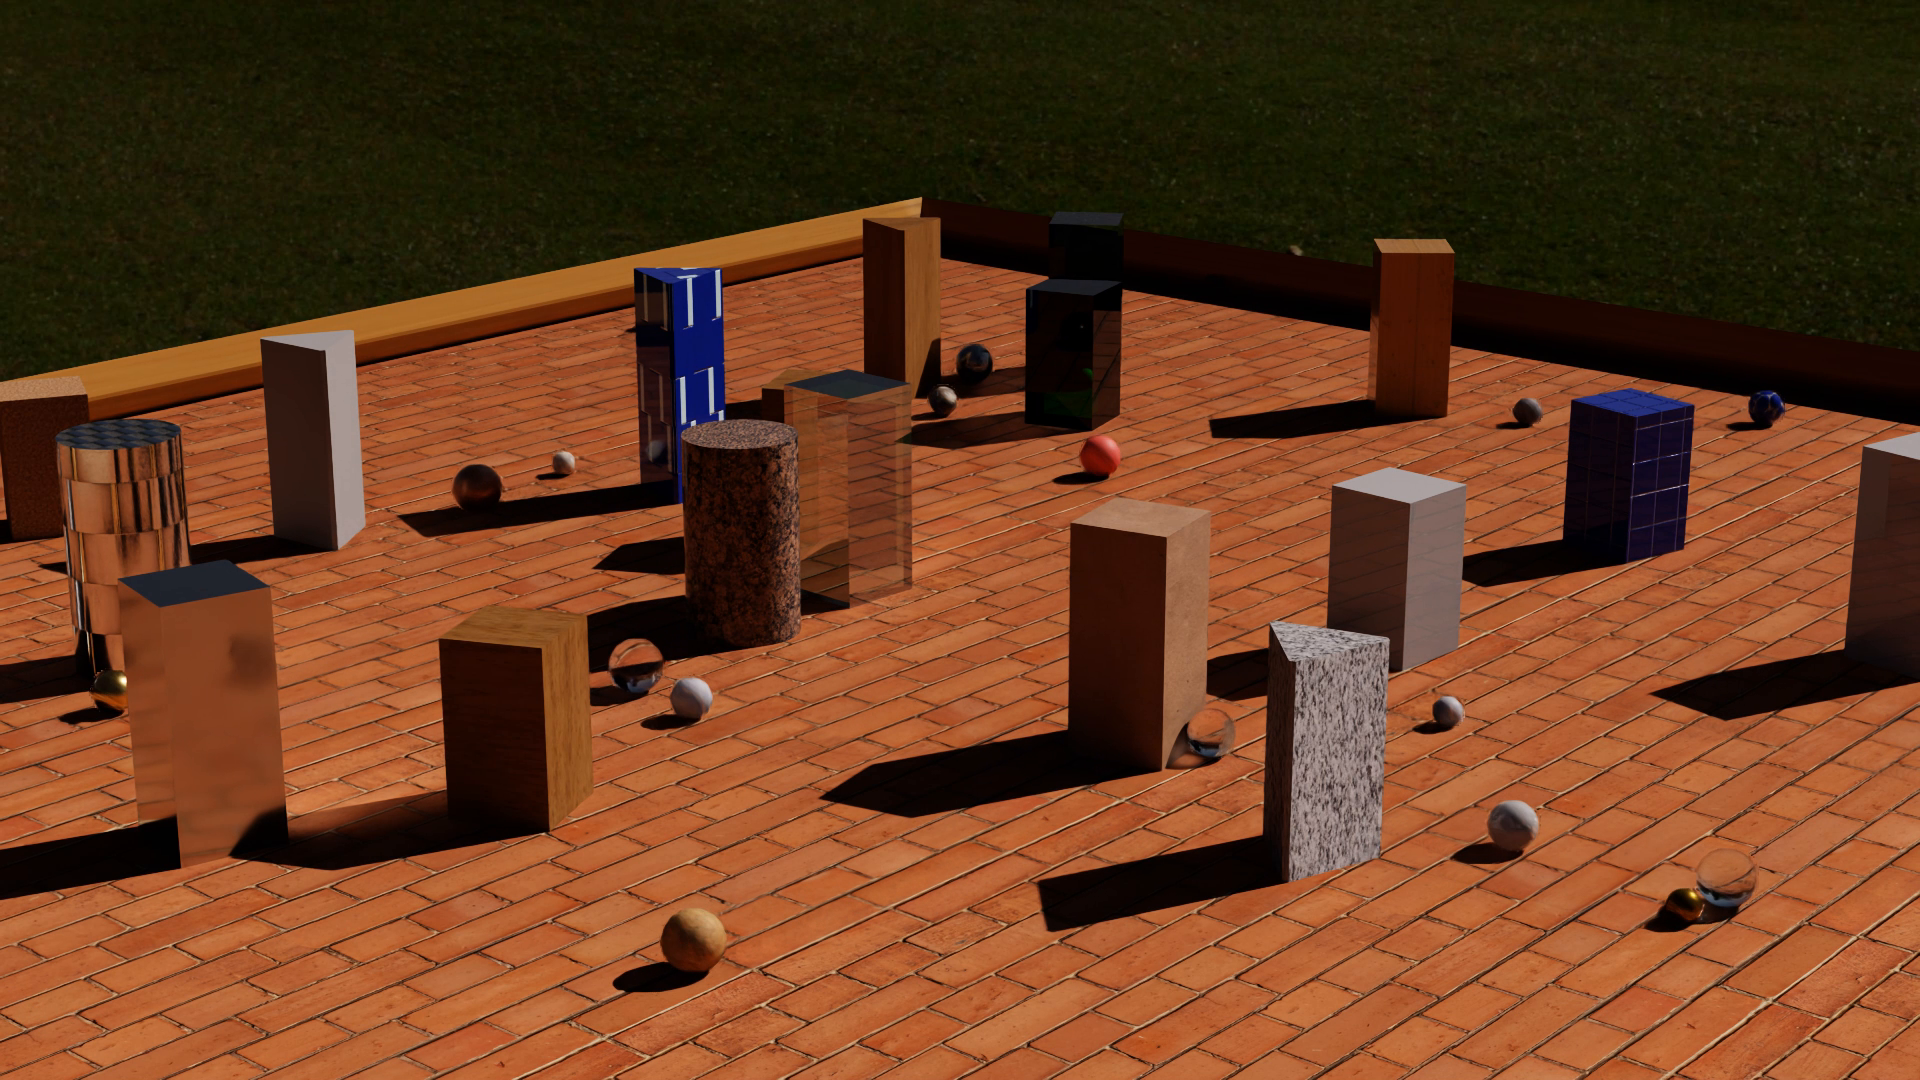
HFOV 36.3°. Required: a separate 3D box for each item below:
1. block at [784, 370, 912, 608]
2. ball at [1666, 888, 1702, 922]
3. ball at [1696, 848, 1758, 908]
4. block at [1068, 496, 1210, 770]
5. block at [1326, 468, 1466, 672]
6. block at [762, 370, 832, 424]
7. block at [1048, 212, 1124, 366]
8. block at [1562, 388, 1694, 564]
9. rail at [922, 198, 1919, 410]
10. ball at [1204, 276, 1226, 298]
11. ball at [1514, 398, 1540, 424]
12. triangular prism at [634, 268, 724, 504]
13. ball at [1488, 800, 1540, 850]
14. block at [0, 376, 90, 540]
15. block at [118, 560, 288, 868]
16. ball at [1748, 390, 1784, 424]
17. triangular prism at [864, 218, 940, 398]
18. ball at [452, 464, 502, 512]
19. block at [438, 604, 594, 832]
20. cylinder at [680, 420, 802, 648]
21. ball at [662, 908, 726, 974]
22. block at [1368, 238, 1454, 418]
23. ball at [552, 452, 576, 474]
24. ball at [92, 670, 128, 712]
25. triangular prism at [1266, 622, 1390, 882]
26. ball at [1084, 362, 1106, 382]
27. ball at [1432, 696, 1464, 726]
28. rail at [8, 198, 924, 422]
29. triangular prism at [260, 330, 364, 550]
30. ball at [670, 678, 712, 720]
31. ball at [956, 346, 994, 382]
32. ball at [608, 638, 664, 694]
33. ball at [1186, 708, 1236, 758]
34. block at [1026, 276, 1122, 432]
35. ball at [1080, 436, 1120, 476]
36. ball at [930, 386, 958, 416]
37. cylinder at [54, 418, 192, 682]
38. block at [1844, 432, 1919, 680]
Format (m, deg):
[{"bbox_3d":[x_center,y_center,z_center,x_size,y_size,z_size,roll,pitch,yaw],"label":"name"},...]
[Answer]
[{"bbox_3d":[-0.194,-0.091,5.106,0.155,0.371,0.155,15,23,41],"label":"block"},{"bbox_3d":[0.939,0.473,3.800,0.045,0.045,0.045,0,17,0],"label":"ball"},{"bbox_3d":[1.005,0.443,3.843,0.078,0.078,0.078,0,17,0],"label":"ball"},{"bbox_3d":[0.267,0.138,4.367,0.155,0.360,0.155,9,19,27],"label":"block"},{"bbox_3d":[0.714,0.046,4.806,0.155,0.283,0.155,16,23,42],"label":"block"},{"bbox_3d":[-0.267,-0.150,5.429,0.155,0.297,0.155,4,17,14],"label":"block"},{"bbox_3d":[0.287,-0.557,6.676,0.155,0.355,0.155,2,17,7],"label":"block"},{"bbox_3d":[1.222,-0.119,5.366,0.155,0.274,0.155,-11,20,-33],"label":"block"},{"bbox_3d":[1.528,-0.477,6.805,4.369,0.126,0.045,14,22,39],"label":"rail"},{"bbox_3d":[0.653,-0.648,7.502,0.054,0.054,0.054,0,17,0],"label":"ball"},{"bbox_3d":[1.210,-0.275,6.259,0.057,0.057,0.057,0,17,0],"label":"ball"},{"bbox_3d":[-0.568,-0.309,5.716,0.145,0.435,0.168,10,19,29],"label":"triangular prism"},{"bbox_3d":[0.760,0.392,4.027,0.070,0.070,0.070,0,17,0],"label":"ball"},{"bbox_3d":[-1.713,-0.155,5.497,0.155,0.267,0.155,-6,18,-21],"label":"block"},{"bbox_3d":[-1.037,0.236,4.021,0.155,0.372,0.155,-12,20,-34],"label":"block"},{"bbox_3d":[1.719,-0.283,6.257,0.073,0.073,0.073,0,17,0],"label":"ball"},{"bbox_3d":[-0.107,-0.517,6.494,0.145,0.384,0.168,-10,20,-30],"label":"triangular prism"},{"bbox_3d":[-0.924,-0.100,5.616,0.094,0.094,0.094,0,17,0],"label":"ball"},{"bbox_3d":[-0.626,0.250,4.149,0.155,0.271,0.155,5,17,16],"label":"block"},{"bbox_3d":[-0.365,-0.012,4.897,0.194,0.341,0.194,0,17,0],"label":"cylinder"},{"bbox_3d":[-0.331,0.499,3.652,0.081,0.081,0.081,0,17,0],"label":"ball"},{"bbox_3d":[0.975,-0.460,6.350,0.155,0.359,0.155,0,17,2],"label":"block"},{"bbox_3d":[-0.794,-0.154,5.875,0.048,0.048,0.048,0,17,0],"label":"ball"},{"bbox_3d":[-1.314,0.235,4.552,0.067,0.067,0.067,0,17,0],"label":"ball"},{"bbox_3d":[0.465,0.278,3.984,0.168,0.313,0.145,-11,20,-32],"label":"triangular prism"},{"bbox_3d":[0.305,-0.379,6.620,0.047,0.047,0.047,0,17,0],"label":"ball"},{"bbox_3d":[0.748,0.262,4.497,0.046,0.046,0.046,0,17,0],"label":"ball"},{"bbox_3d":[-1.631,-0.378,6.476,0.045,0.126,4.708,14,22,39],"label":"rail"},{"bbox_3d":[-1.169,-0.192,5.430,0.168,0.377,0.145,12,21,35],"label":"triangular prism"},{"bbox_3d":[-0.414,0.244,4.525,0.064,0.064,0.064,0,17,0],"label":"ball"},{"bbox_3d":[0.032,-0.397,6.617,0.085,0.085,0.085,0,17,0],"label":"ball"},{"bbox_3d":[-0.512,0.198,4.638,0.088,0.088,0.088,0,17,0],"label":"ball"},{"bbox_3d":[0.374,0.287,4.368,0.073,0.073,0.073,0,17,0],"label":"ball"},{"bbox_3d":[0.243,-0.400,6.267,0.155,0.292,0.155,8,18,24],"label":"block"},{"bbox_3d":[0.281,-0.167,5.861,0.081,0.081,0.081,0,17,0],"label":"ball"},{"bbox_3d":[-0.036,-0.301,6.335,0.062,0.062,0.062,0,17,0],"label":"ball"},{"bbox_3d":[-1.339,0.017,4.719,0.194,0.388,0.194,0,17,0],"label":"cylinder"},{"bbox_3d":[1.560,0.024,4.749,0.155,0.357,0.155,-12,21,-35],"label":"block"}]
